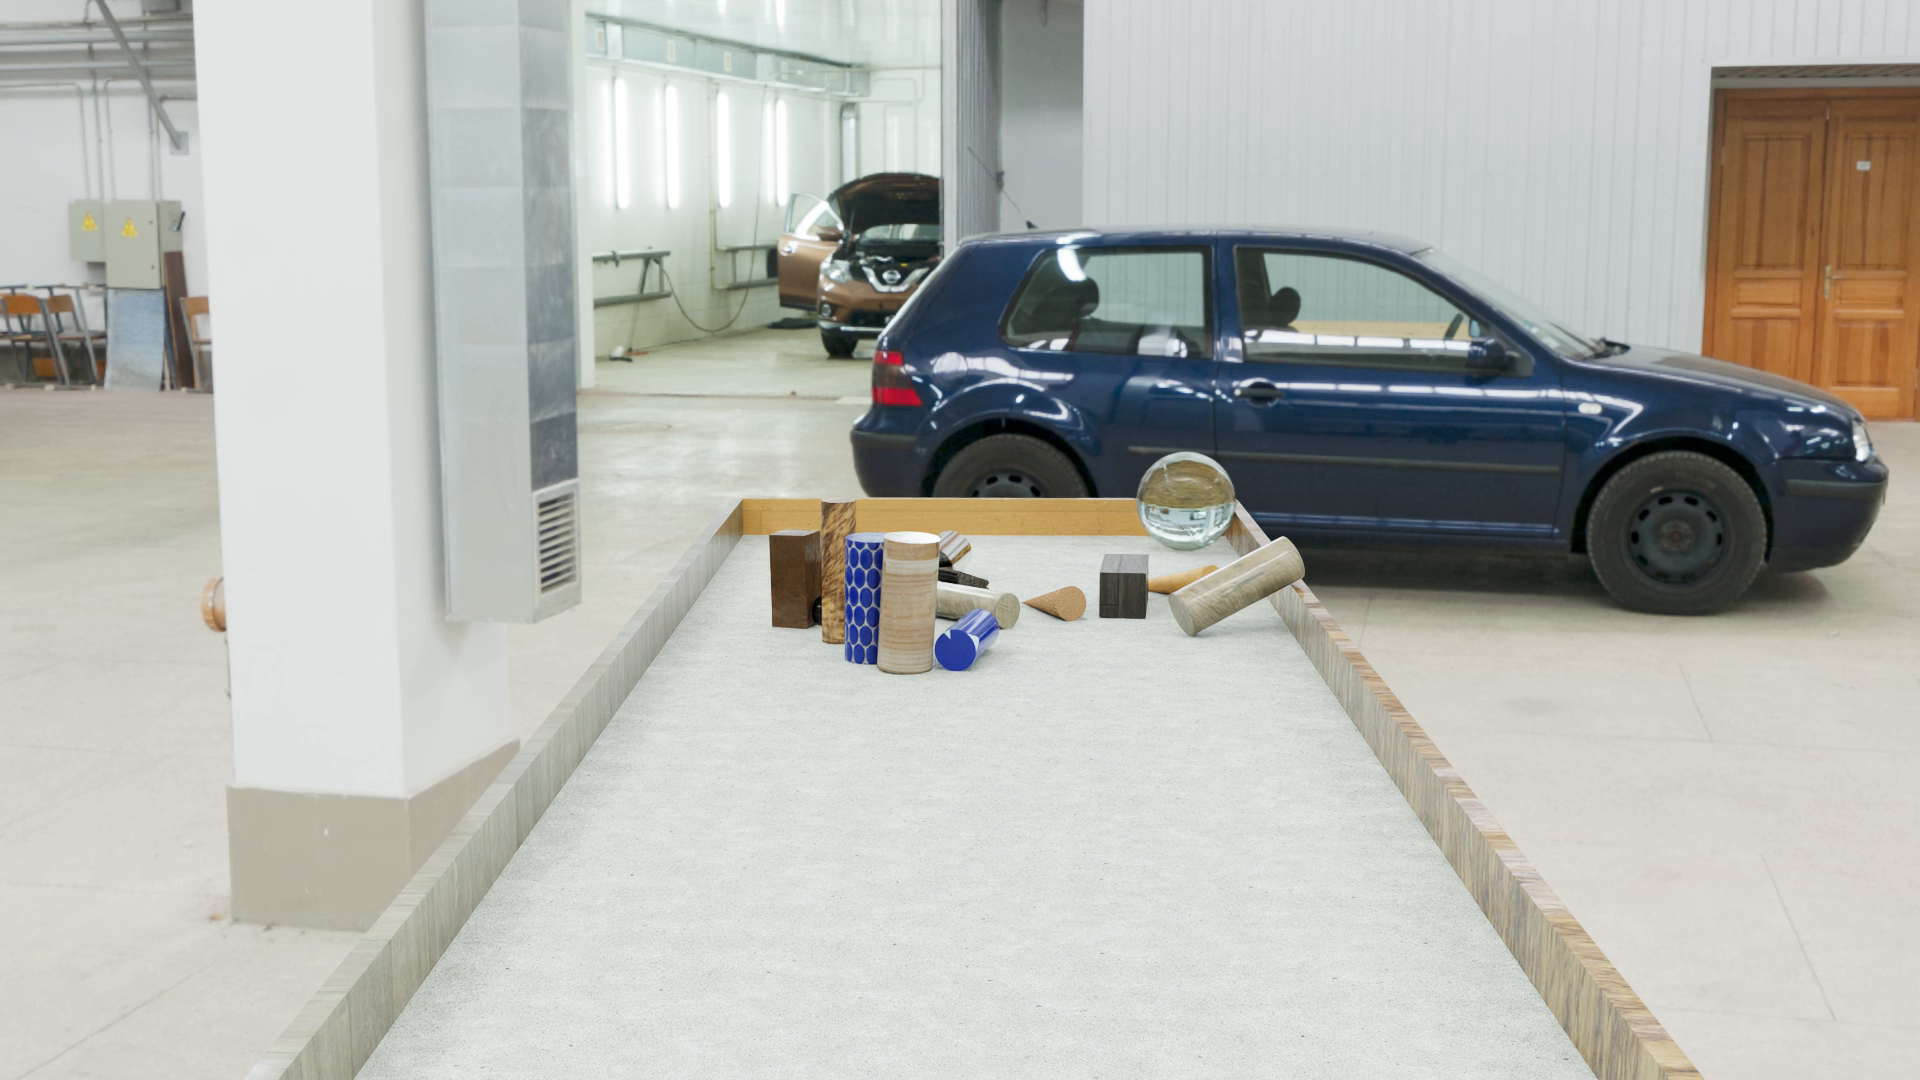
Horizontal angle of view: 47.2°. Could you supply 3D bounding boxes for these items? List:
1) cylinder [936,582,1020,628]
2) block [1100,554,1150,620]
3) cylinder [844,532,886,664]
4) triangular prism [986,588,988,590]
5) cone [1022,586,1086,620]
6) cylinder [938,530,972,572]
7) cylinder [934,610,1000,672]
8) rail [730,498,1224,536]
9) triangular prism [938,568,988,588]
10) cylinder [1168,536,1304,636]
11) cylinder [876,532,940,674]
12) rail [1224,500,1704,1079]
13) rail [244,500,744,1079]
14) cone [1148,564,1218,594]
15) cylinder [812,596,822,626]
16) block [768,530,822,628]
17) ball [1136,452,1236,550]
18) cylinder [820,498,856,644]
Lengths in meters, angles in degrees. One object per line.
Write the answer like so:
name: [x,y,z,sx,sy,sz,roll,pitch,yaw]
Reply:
cylinder: [0.027,0.212,7.292,0.357,0.118,0.118,8,12,43]
block: [0.564,0.156,7.530,0.155,0.155,0.389,1,9,6]
cylinder: [-0.266,0.176,6.681,0.167,0.375,0.167,1,11,0]
triangular prism: [-0.020,0.177,7.629,0.091,0.079,0.379,-6,11,-37]
cone: [0.290,0.214,7.474,0.116,0.116,0.365,-4,1,-26]
cylinder: [-0.070,0.078,7.999,0.163,0.163,0.407,2,9,10]
cylinder: [0.023,0.303,6.695,0.127,0.127,0.335,2,9,13]
rail: [0.099,-0.098,9.147,2.100,0.150,0.050,0,9,1]
triangular prism: [-0.119,0.125,7.588,0.440,0.130,0.150,10,54,48]
cylinder: [0.894,0.148,7.102,0.424,0.151,0.151,-26,16,-14]
cylinder: [-0.154,0.186,6.534,0.167,0.396,0.167,3,12,-1]
rail: [1.046,0.843,3.208,0.050,0.150,12.000,0,9,1]
rail: [-1.004,0.839,3.234,0.050,0.150,12.000,0,9,1]
cone: [0.726,0.158,7.809,0.436,0.128,0.128,-3,4,45]
cylinder: [-0.293,0.249,7.106,0.393,0.103,0.103,6,11,34]
block: [-0.538,0.127,7.226,0.127,0.305,0.127,2,9,20]
ball: [0.896,-0.153,8.721,0.393,0.393,0.393,0,9,0]
cylinder: [-0.383,0.098,6.951,0.111,0.451,0.111,0,9,0]
